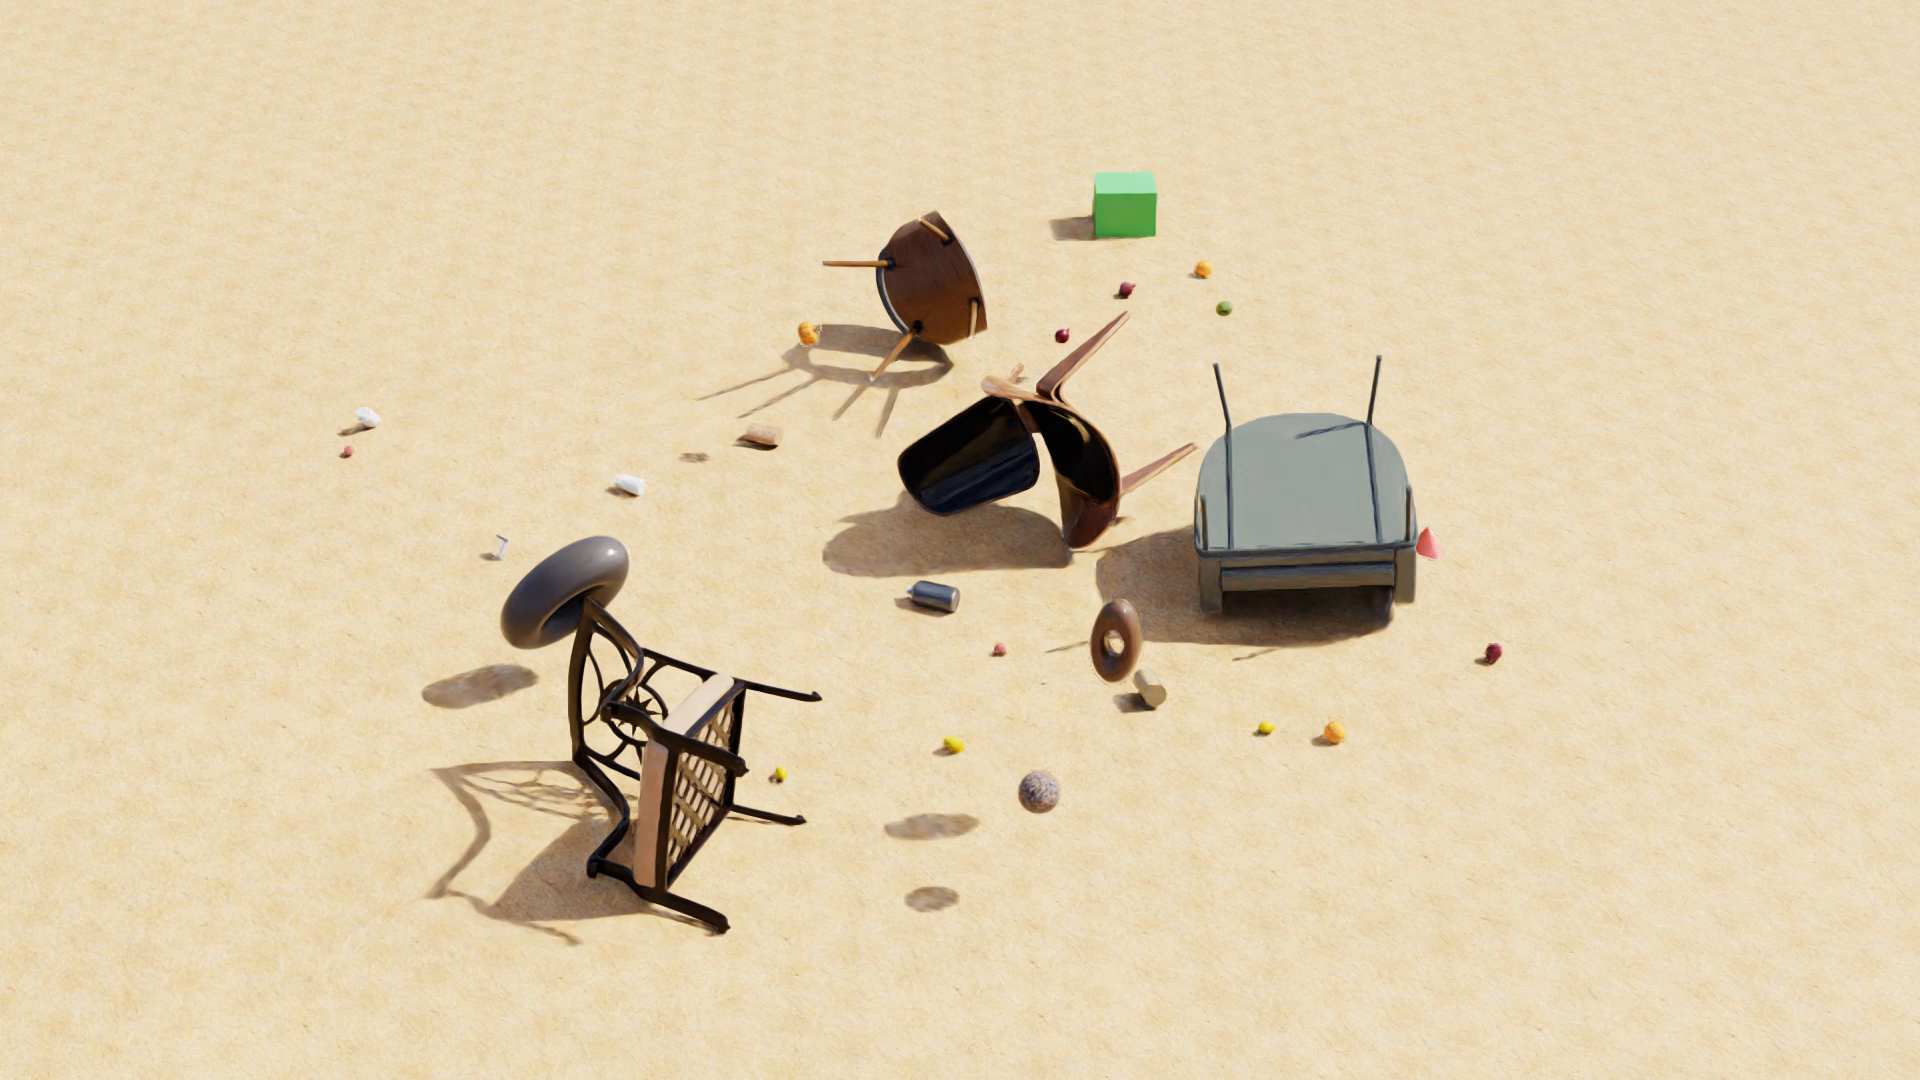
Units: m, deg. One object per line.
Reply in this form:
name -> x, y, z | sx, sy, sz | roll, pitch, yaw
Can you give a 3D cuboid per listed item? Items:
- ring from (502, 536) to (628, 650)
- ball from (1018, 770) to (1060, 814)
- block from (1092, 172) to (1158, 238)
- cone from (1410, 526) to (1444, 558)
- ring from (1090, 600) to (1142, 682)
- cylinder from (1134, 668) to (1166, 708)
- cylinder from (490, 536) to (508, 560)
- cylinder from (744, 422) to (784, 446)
ring -> -1.353, 0.180, 10.028 | 0.535, 0.291, 0.178 | -38, 61, 11
ball -> 0.245, 0.781, 9.073 | 0.134, 0.134, 0.134 | 0, 33, 0
block -> 0.730, -1.489, 13.009 | 0.268, 0.215, 0.210 | -1, 33, -1
cone -> 1.690, -0.010, 10.601 | 0.101, 0.095, 0.157 | -17, 32, -25
ring -> 0.494, 0.320, 9.256 | 0.166, 0.311, 0.094 | 16, 35, 16
cylinder -> 0.652, 0.506, 10.069 | 0.083, 0.096, 0.107 | -31, 38, 4
cylinder -> -1.702, 0.027, 10.829 | 0.058, 0.073, 0.034 | 34, 19, 29
cylinder -> -0.767, -0.416, 11.515 | 0.125, 0.065, 0.106 | 11, 26, 16
